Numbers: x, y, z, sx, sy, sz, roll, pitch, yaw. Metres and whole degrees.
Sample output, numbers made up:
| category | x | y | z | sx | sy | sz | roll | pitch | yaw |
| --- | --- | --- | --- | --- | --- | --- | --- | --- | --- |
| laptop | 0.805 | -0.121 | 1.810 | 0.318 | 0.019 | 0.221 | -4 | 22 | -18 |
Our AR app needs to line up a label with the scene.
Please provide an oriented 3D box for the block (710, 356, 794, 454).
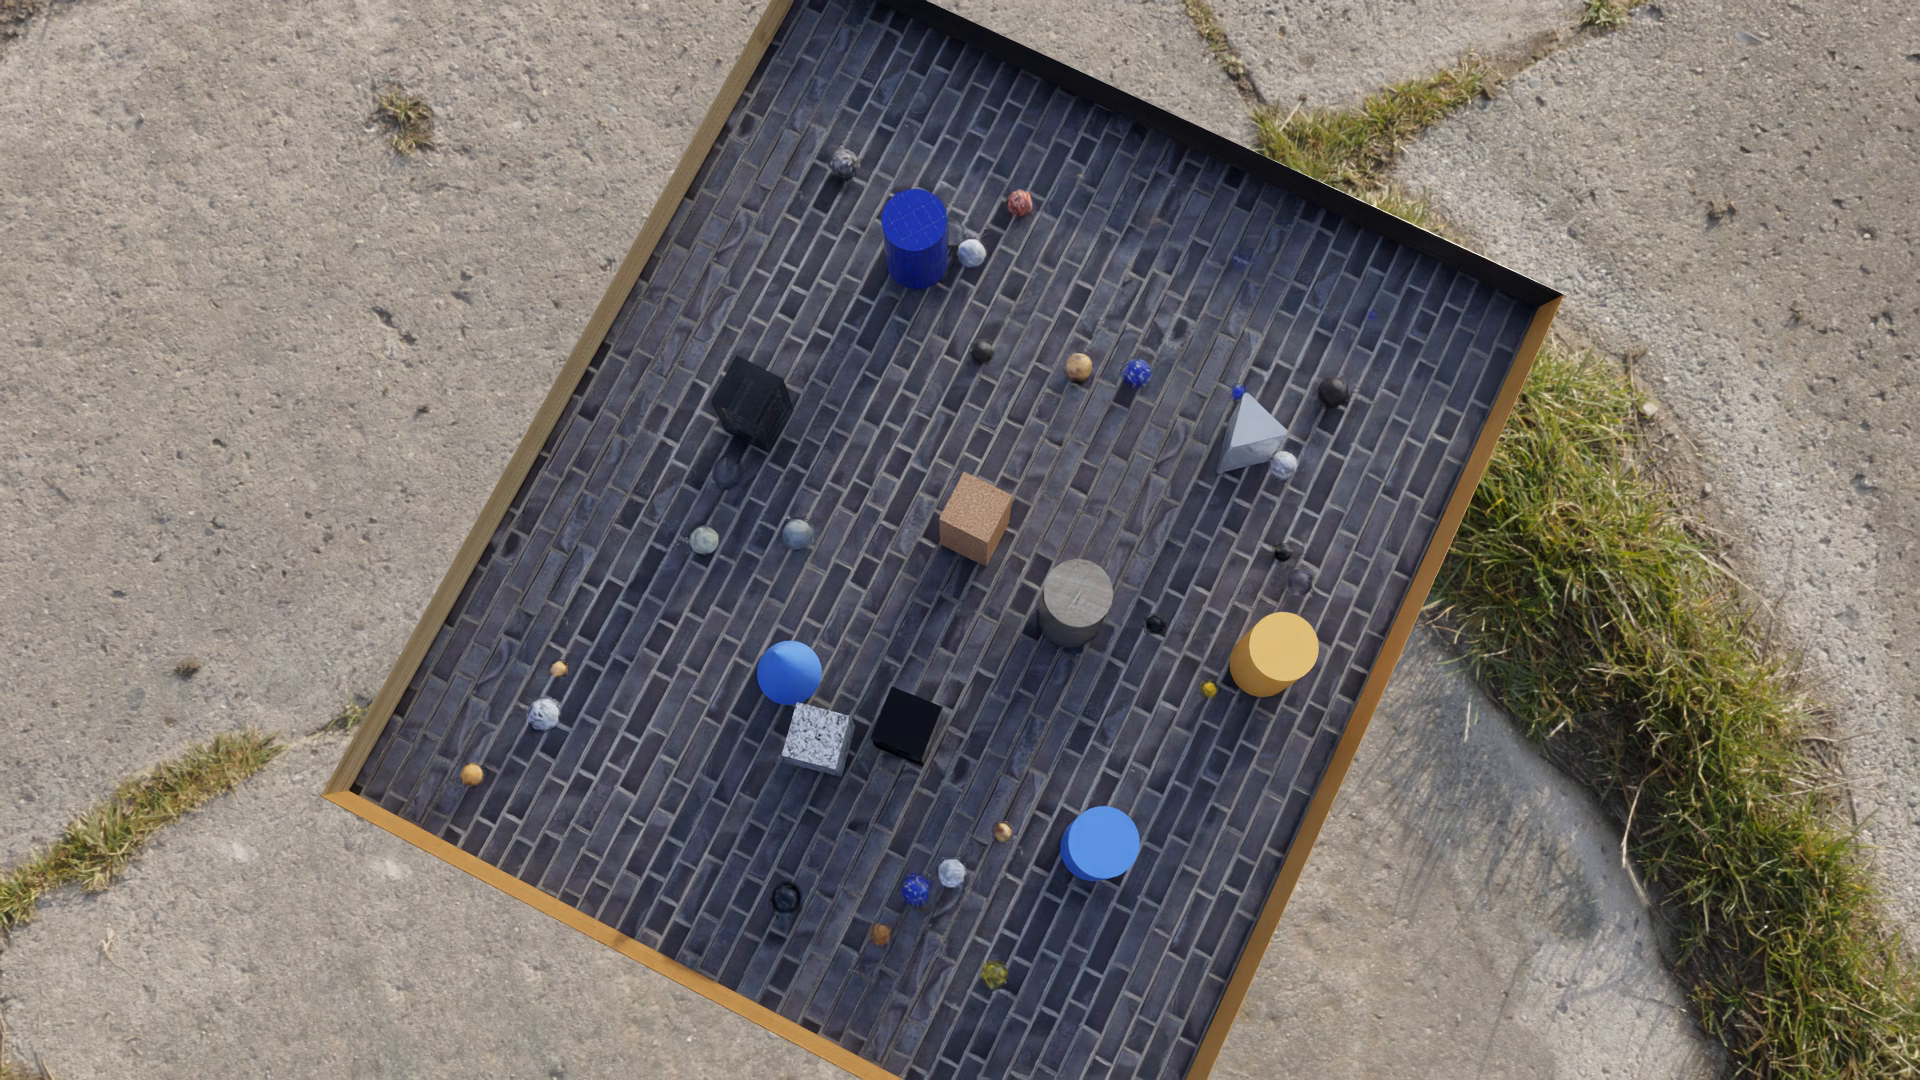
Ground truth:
| category | x | y | z | sx | sy | sz | roll | pitch | yaw |
| --- | --- | --- | --- | --- | --- | --- | --- | --- | --- |
| block | -0.623 | -0.405 | 5.527 | 0.157 | 0.339 | 0.157 | 27 | 80 | 5 |

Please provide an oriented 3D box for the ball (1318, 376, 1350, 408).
| category | x | y | z | sx | sy | sz | roll | pitch | yaw |
| --- | --- | --- | --- | --- | --- | --- | --- | --- | --- |
| ball | 1.153 | -0.457 | 5.662 | 0.097 | 0.097 | 0.097 | 0 | 78 | 0 |

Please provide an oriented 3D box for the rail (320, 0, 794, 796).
| category | x | y | z | sx | sy | sz | roll | pitch | yaw |
| --- | --- | --- | --- | --- | --- | --- | --- | --- | --- |
| rail | -1.162 | -0.562 | 5.667 | 0.045 | 0.127 | 3.038 | 26 | 80 | 5 |

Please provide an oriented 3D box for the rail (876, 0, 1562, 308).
| category | x | y | z | sx | sy | sz | roll | pitch | yaw |
| --- | --- | --- | --- | --- | --- | --- | --- | --- | --- |
| rail | 0.669 | -1.303 | 5.820 | 2.645 | 0.127 | 0.045 | 26 | 80 | 5 |

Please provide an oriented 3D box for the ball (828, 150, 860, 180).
| category | x | y | z | sx | sy | sz | roll | pitch | yaw |
| --- | --- | --- | --- | --- | --- | --- | --- | --- | --- |
| ball | -0.366 | -1.189 | 5.813 | 0.098 | 0.098 | 0.098 | 0 | 78 | 0 |

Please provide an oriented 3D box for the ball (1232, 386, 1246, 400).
| category | x | y | z | sx | sy | sz | roll | pitch | yaw |
| --- | --- | --- | --- | --- | --- | --- | --- | --- | --- |
| ball | 0.864 | -0.456 | 5.689 | 0.042 | 0.042 | 0.042 | 0 | 78 | 0 |

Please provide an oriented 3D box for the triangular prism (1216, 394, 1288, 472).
| category | x | y | z | sx | sy | sz | roll | pitch | yaw |
| --- | --- | --- | --- | --- | --- | --- | --- | --- | --- |
| triangular prism | 0.857 | -0.331 | 5.522 | 0.170 | 0.320 | 0.147 | -14 | 79 | -3 |

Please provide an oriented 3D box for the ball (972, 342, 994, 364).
| category | x | y | z | sx | sy | sz | roll | pitch | yaw |
| --- | --- | --- | --- | --- | --- | --- | --- | --- | --- |
| ball | 0.070 | -0.582 | 5.701 | 0.071 | 0.071 | 0.071 | 0 | 78 | 0 |

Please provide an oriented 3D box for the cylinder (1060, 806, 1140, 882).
| category | x | y | z | sx | sy | sz | roll | pitch | yaw |
| --- | --- | --- | --- | --- | --- | --- | --- | --- | --- |
| cylinder | 0.395 | 0.870 | 5.226 | 0.196 | 0.411 | 0.196 | 0 | 78 | 0 |

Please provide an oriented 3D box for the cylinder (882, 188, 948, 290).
| category | x | y | z | sx | sy | sz | roll | pitch | yaw |
| --- | --- | --- | --- | --- | --- | --- | --- | --- | --- |
| cylinder | -0.136 | -0.920 | 5.632 | 0.196 | 0.343 | 0.196 | 0 | 78 | 0 |

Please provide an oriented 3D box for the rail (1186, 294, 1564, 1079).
| category | x | y | z | sx | sy | sz | roll | pitch | yaw |
| --- | --- | --- | --- | --- | --- | --- | --- | --- | --- |
| rail | 1.162 | 0.576 | 5.431 | 0.045 | 0.127 | 3.038 | 26 | 80 | 5 |

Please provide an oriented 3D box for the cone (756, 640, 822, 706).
| category | x | y | z | sx | sy | sz | roll | pitch | yaw |
| --- | --- | --- | --- | --- | --- | --- | --- | --- | --- |
| cone | -0.515 | 0.356 | 5.319 | 0.196 | 0.438 | 0.196 | 0 | 78 | 0 |

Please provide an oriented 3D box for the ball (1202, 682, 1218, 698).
| category | x | y | z | sx | sy | sz | roll | pitch | yaw |
| --- | --- | --- | --- | --- | --- | --- | --- | --- | --- |
| ball | 0.750 | 0.450 | 5.500 | 0.047 | 0.047 | 0.047 | 0 | 78 | 0 |

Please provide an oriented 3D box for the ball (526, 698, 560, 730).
| category | x | y | z | sx | sy | sz | roll | pitch | yaw |
| --- | --- | --- | --- | --- | --- | --- | --- | --- | --- |
| ball | -1.242 | 0.521 | 5.460 | 0.095 | 0.095 | 0.095 | 0 | 78 | 0 |

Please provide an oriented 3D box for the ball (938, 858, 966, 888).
| category | x | y | z | sx | sy | sz | roll | pitch | yaw |
| --- | --- | --- | --- | --- | --- | --- | --- | --- | --- |
| ball | -0.025 | 0.976 | 5.373 | 0.082 | 0.082 | 0.082 | 0 | 78 | 0 |

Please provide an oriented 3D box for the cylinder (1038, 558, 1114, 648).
| category | x | y | z | sx | sy | sz | roll | pitch | yaw |
| --- | --- | --- | --- | --- | --- | --- | --- | --- | --- |
| cylinder | 0.335 | 0.190 | 5.375 | 0.196 | 0.397 | 0.196 | 0 | 78 | 0 |

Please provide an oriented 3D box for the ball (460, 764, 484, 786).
| category | x | y | z | sx | sy | sz | roll | pitch | yaw |
| --- | --- | --- | --- | --- | --- | --- | --- | --- | --- |
| ball | -1.448 | 0.698 | 5.438 | 0.066 | 0.066 | 0.066 | 0 | 78 | 0 |

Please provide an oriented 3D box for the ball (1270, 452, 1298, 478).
| category | x | y | z | sx | sy | sz | roll | pitch | yaw |
| --- | --- | --- | --- | --- | --- | --- | --- | --- | --- |
| ball | 0.991 | -0.230 | 5.615 | 0.084 | 0.084 | 0.084 | 0 | 78 | 0 |

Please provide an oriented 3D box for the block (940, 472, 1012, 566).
| category | x | y | z | sx | sy | sz | roll | pitch | yaw |
| --- | --- | --- | --- | --- | --- | --- | --- | --- | --- |
| block | 0.046 | -0.058 | 5.442 | 0.157 | 0.365 | 0.157 | 26 | 80 | 5 |

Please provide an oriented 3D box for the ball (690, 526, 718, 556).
| category | x | y | z | sx | sy | sz | roll | pitch | yaw |
| --- | --- | --- | --- | --- | --- | --- | --- | --- | --- |
| ball | -0.778 | 0.001 | 5.571 | 0.089 | 0.089 | 0.089 | 0 | 78 | 0 |

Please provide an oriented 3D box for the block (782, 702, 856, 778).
| category | x | y | z | sx | sy | sz | roll | pitch | yaw |
| --- | --- | --- | --- | --- | --- | --- | --- | --- | --- |
| block | -0.409 | 0.585 | 5.347 | 0.157 | 0.290 | 0.157 | 14 | 79 | 3 |

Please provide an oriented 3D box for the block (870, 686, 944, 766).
| category | x | y | z | sx | sy | sz | roll | pitch | yaw |
| --- | --- | --- | --- | --- | --- | --- | --- | --- | --- |
| block | -0.152 | 0.547 | 5.350 | 0.157 | 0.300 | 0.157 | 22 | 79 | 4 |

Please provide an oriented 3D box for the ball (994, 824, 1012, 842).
| category | x | y | z | sx | sy | sz | roll | pitch | yaw |
| --- | --- | --- | --- | --- | --- | --- | --- | --- | --- |
| ball | 0.126 | 0.864 | 5.410 | 0.054 | 0.054 | 0.054 | 0 | 78 | 0 |

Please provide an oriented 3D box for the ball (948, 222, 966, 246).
| category | x | y | z | sx | sy | sz | roll | pitch | yaw |
| --- | --- | --- | --- | --- | --- | --- | --- | --- | --- |
| ball | -0.019 | -0.965 | 5.771 | 0.078 | 0.078 | 0.078 | 0 | 78 | 0 |

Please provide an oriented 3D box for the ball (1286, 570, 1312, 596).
| category | x | y | z | sx | sy | sz | roll | pitch | yaw |
| --- | --- | --- | --- | --- | --- | --- | --- | --- | --- |
| ball | 1.028 | 0.129 | 5.550 | 0.079 | 0.079 | 0.079 | 0 | 78 | 0 |

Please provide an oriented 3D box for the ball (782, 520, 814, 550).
| category | x | y | z | sx | sy | sz | roll | pitch | yaw |
| --- | --- | --- | --- | --- | --- | --- | --- | --- | --- |
| ball | -0.493 | -0.017 | 5.573 | 0.092 | 0.092 | 0.092 | 0 | 78 | 0 |

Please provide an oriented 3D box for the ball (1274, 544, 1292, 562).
| category | x | y | z | sx | sy | sz | roll | pitch | yaw |
| --- | --- | --- | --- | --- | --- | --- | --- | --- | --- |
| ball | 0.985 | 0.041 | 5.580 | 0.054 | 0.054 | 0.054 | 0 | 78 | 0 |

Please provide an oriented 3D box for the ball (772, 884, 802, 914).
| category | x | y | z | sx | sy | sz | roll | pitch | yaw |
| --- | --- | --- | --- | --- | --- | --- | --- | --- | --- |
| ball | -0.508 | 1.048 | 5.355 | 0.088 | 0.088 | 0.088 | 0 | 78 | 0 |

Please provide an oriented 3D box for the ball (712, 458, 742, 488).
| category | x | y | z | sx | sy | sz | roll | pitch | yaw |
| --- | --- | --- | --- | --- | --- | --- | --- | --- | --- |
| ball | -0.713 | -0.204 | 5.611 | 0.094 | 0.094 | 0.094 | 0 | 78 | 0 |

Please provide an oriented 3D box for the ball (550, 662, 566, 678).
| category | x | y | z | sx | sy | sz | roll | pitch | yaw |
| --- | --- | --- | --- | --- | --- | --- | --- | --- | --- |
| ball | -1.207 | 0.390 | 5.511 | 0.048 | 0.048 | 0.048 | 0 | 78 | 0 |

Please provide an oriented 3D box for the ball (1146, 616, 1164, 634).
| category | x | y | z | sx | sy | sz | roll | pitch | yaw |
| --- | --- | --- | --- | --- | --- | --- | --- | --- | --- |
| ball | 0.588 | 0.256 | 5.535 | 0.056 | 0.056 | 0.056 | 0 | 78 | 0 |

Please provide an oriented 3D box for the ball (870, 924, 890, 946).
| category | x | y | z | sx | sy | sz | roll | pitch | yaw |
| --- | --- | --- | --- | --- | --- | --- | --- | --- | --- |
| ball | -0.232 | 1.153 | 5.347 | 0.061 | 0.061 | 0.061 | 0 | 78 | 0 |

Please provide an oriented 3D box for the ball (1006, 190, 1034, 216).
| category | x | y | z | sx | sy | sz | roll | pitch | yaw |
| --- | --- | --- | --- | --- | --- | --- | --- | --- | --- |
| ball | 0.190 | -1.065 | 5.795 | 0.083 | 0.083 | 0.083 | 0 | 78 | 0 |

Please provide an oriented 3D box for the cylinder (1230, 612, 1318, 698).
| category | x | y | z | sx | sy | sz | roll | pitch | yaw |
| --- | --- | --- | --- | --- | --- | --- | --- | --- | --- |
| cylinder | 0.912 | 0.339 | 5.349 | 0.196 | 0.386 | 0.196 | 0 | 78 | 0 |

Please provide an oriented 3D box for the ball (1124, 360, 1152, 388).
| category | x | y | z | sx | sy | sz | roll | pitch | yaw |
| --- | --- | --- | --- | --- | --- | --- | --- | --- | --- |
| ball | 0.550 | -0.516 | 5.678 | 0.088 | 0.088 | 0.088 | 0 | 78 | 0 |

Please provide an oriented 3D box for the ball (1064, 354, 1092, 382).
| category | x | y | z | sx | sy | sz | roll | pitch | yaw |
| --- | --- | --- | --- | --- | --- | --- | --- | --- | --- |
| ball | 0.368 | -0.535 | 5.683 | 0.087 | 0.087 | 0.087 | 0 | 78 | 0 |

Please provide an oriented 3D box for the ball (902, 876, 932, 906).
| category | x | y | z | sx | sy | sz | roll | pitch | yaw |
| --- | --- | --- | --- | --- | --- | --- | --- | --- | --- |
| ball | -0.128 | 1.027 | 5.359 | 0.087 | 0.087 | 0.087 | 0 | 78 | 0 |

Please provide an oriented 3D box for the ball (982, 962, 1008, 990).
| category | x | y | z | sx | sy | sz | roll | pitch | yaw |
| --- | --- | --- | --- | --- | --- | --- | --- | --- | --- |
| ball | 0.100 | 1.263 | 5.315 | 0.079 | 0.079 | 0.079 | 0 | 78 | 0 |

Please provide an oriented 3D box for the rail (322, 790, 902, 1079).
| category | x | y | z | sx | sy | sz | roll | pitch | yaw |
| --- | --- | --- | --- | --- | --- | --- | --- | --- | --- |
| rail | -0.669 | 1.317 | 5.278 | 2.645 | 0.127 | 0.045 | 26 | 80 | 5 |

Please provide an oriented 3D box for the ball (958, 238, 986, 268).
| category | x | y | z | sx | sy | sz | roll | pitch | yaw |
| --- | --- | --- | --- | --- | --- | --- | --- | --- | --- |
| ball | 0.036 | -0.900 | 5.756 | 0.091 | 0.091 | 0.091 | 0 | 78 | 0 |
